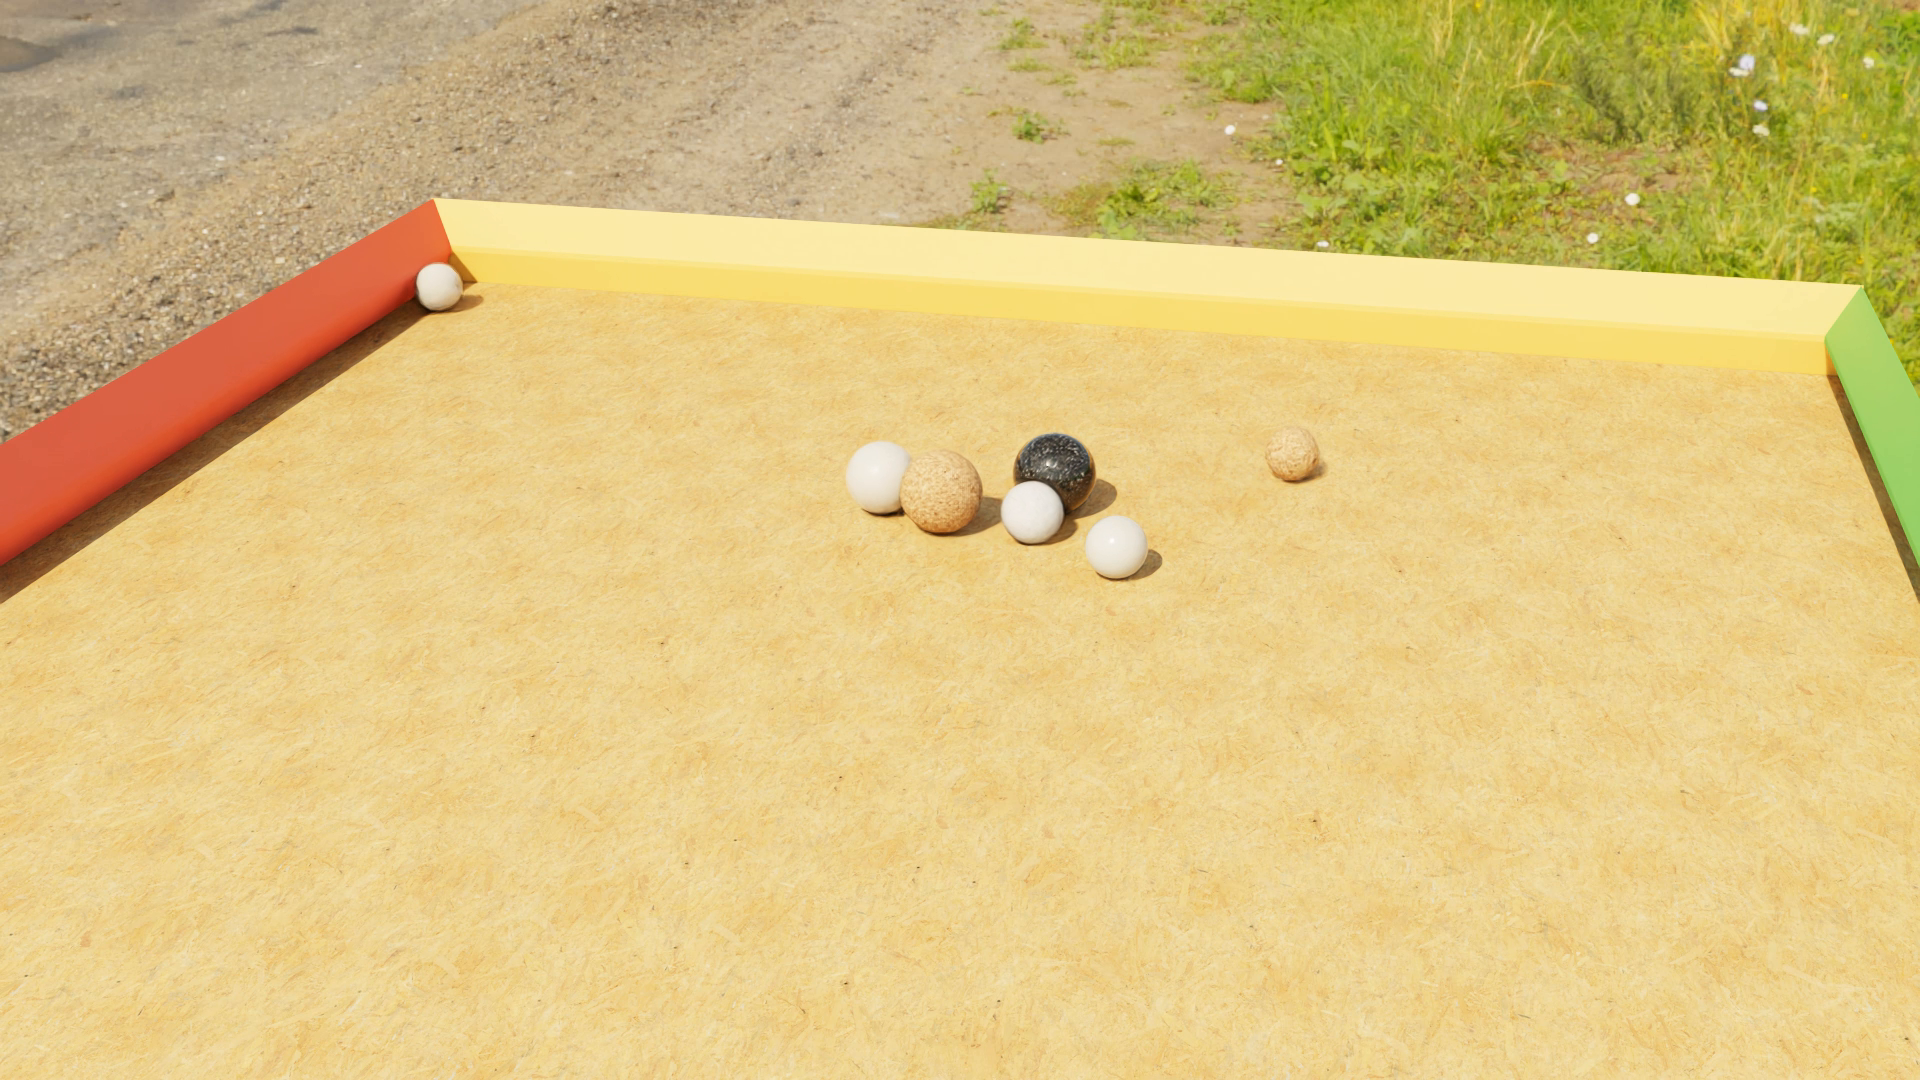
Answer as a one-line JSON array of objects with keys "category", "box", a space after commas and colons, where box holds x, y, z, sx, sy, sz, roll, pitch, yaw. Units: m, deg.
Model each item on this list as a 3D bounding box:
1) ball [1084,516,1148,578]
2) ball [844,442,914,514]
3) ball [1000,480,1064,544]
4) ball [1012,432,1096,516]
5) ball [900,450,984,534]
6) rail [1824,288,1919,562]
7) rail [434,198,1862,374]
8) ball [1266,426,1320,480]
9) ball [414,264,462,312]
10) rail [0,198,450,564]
[{"category": "ball", "box": [0.173, 0.008, 2.430, 0.070, 0.070, 0.070, 0, 23, 0]}, {"category": "ball", "box": [-0.093, -0.074, 2.598, 0.086, 0.086, 0.086, 0, 23, 0]}, {"category": "ball", "box": [0.083, -0.032, 2.519, 0.072, 0.072, 0.072, 0, 23, 0]}, {"category": "ball", "box": [0.111, -0.078, 2.590, 0.100, 0.100, 0.100, 0, 23, 0]}, {"category": "ball", "box": [-0.021, -0.056, 2.544, 0.096, 0.096, 0.096, 0, 23, 0]}, {"category": "rail", "box": [0.802, 0.428, 1.383, 0.045, 0.129, 3.709, 5, 24, 12]}, {"category": "rail", "box": [0.200, -0.373, 3.232, 2.115, 0.129, 0.045, 5, 24, 12]}, {"category": "ball", "box": [0.408, -0.106, 2.697, 0.066, 0.066, 0.066, 0, 23, 0]}, {"category": "ball", "box": [-0.790, -0.382, 3.327, 0.072, 0.072, 0.072, 0, 23, 0]}, {"category": "rail", "box": [-1.214, 0.245, 1.804, 0.045, 0.129, 3.709, 5, 24, 12]}]
